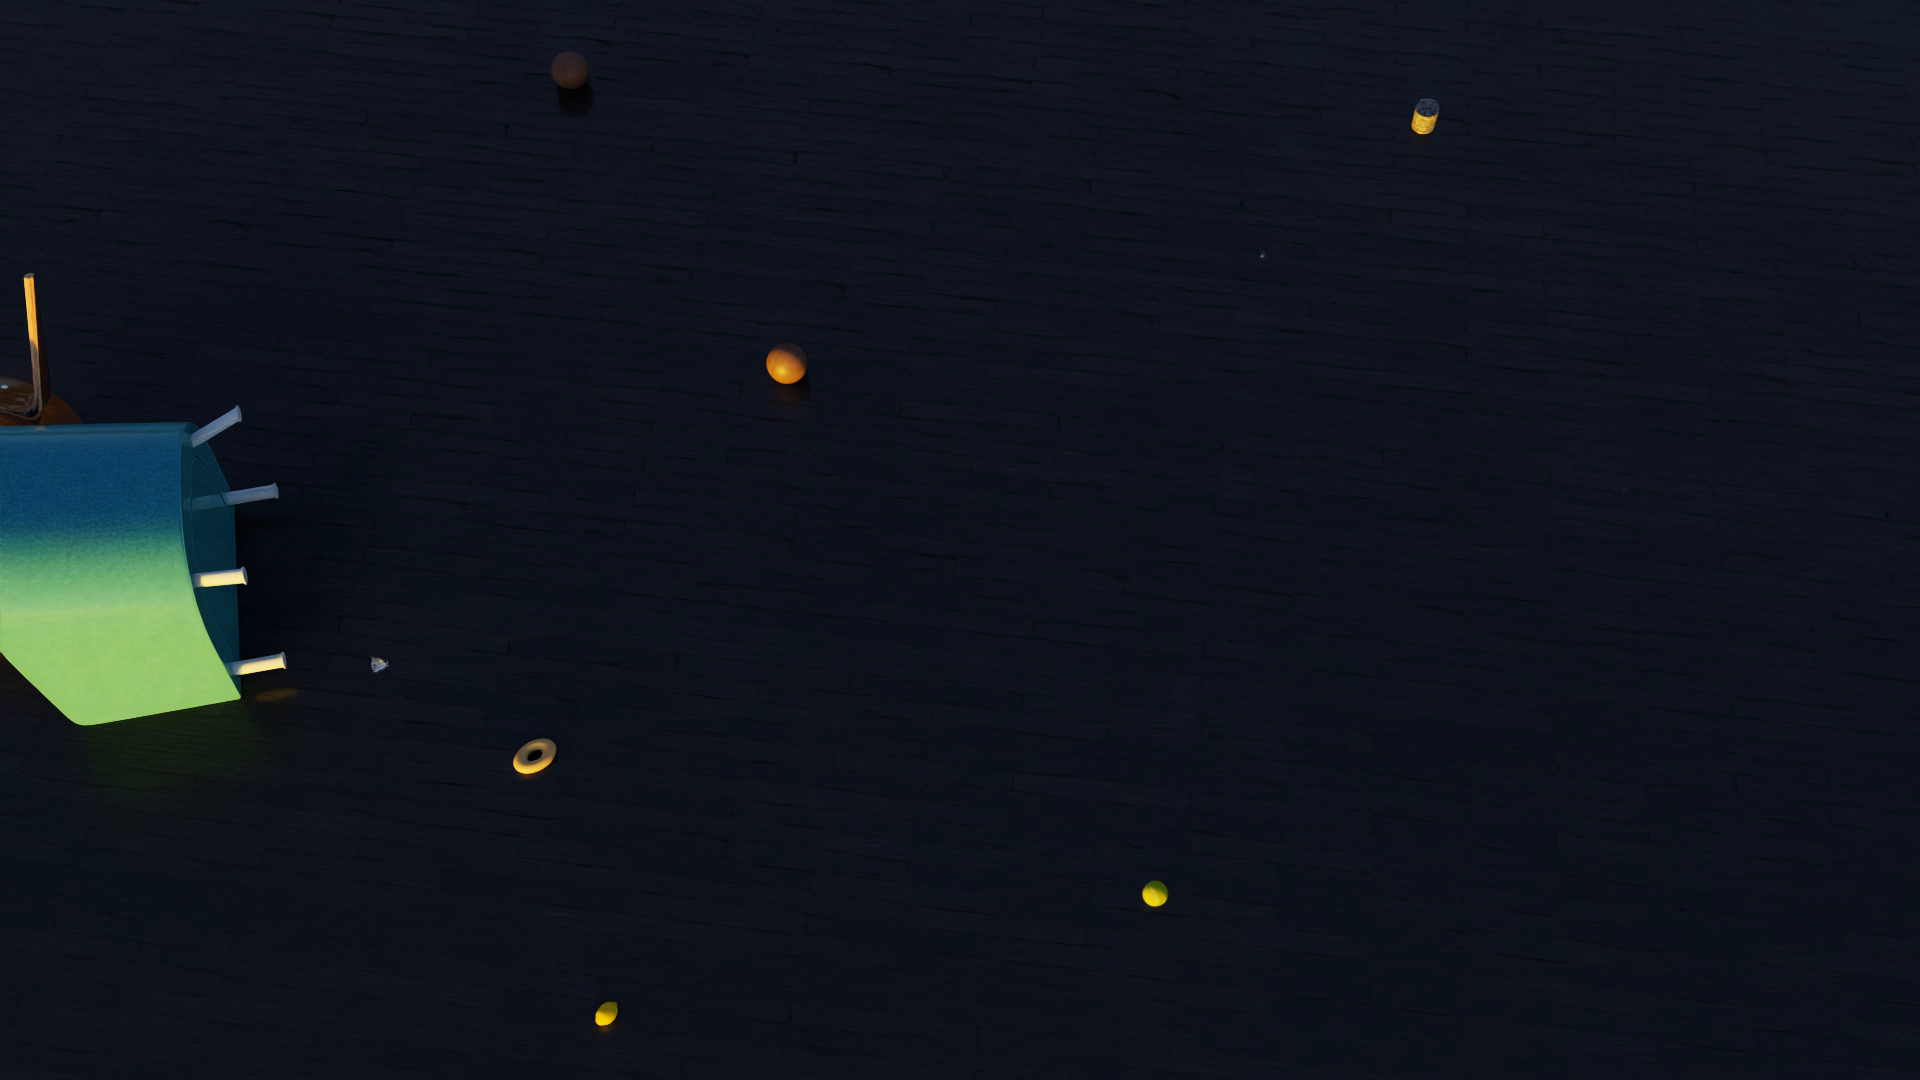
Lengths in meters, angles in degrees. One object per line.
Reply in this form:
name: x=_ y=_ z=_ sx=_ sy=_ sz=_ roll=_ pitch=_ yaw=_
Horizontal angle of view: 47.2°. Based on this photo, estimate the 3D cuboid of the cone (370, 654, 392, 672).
cone: x=-1.674 y=0.362 z=6.317 sx=0.068 sy=0.050 sz=0.047 roll=25 pitch=90 yaw=6

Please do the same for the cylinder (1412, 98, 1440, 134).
cylinder: x=1.586 y=-1.444 z=7.493 sx=0.080 sy=0.082 sz=0.090 roll=28 pitch=60 yaw=17

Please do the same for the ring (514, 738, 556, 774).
ring: x=-1.188 y=0.604 z=6.150 sx=0.131 sy=0.032 sz=0.093 roll=-33 pitch=61 yaw=-21
